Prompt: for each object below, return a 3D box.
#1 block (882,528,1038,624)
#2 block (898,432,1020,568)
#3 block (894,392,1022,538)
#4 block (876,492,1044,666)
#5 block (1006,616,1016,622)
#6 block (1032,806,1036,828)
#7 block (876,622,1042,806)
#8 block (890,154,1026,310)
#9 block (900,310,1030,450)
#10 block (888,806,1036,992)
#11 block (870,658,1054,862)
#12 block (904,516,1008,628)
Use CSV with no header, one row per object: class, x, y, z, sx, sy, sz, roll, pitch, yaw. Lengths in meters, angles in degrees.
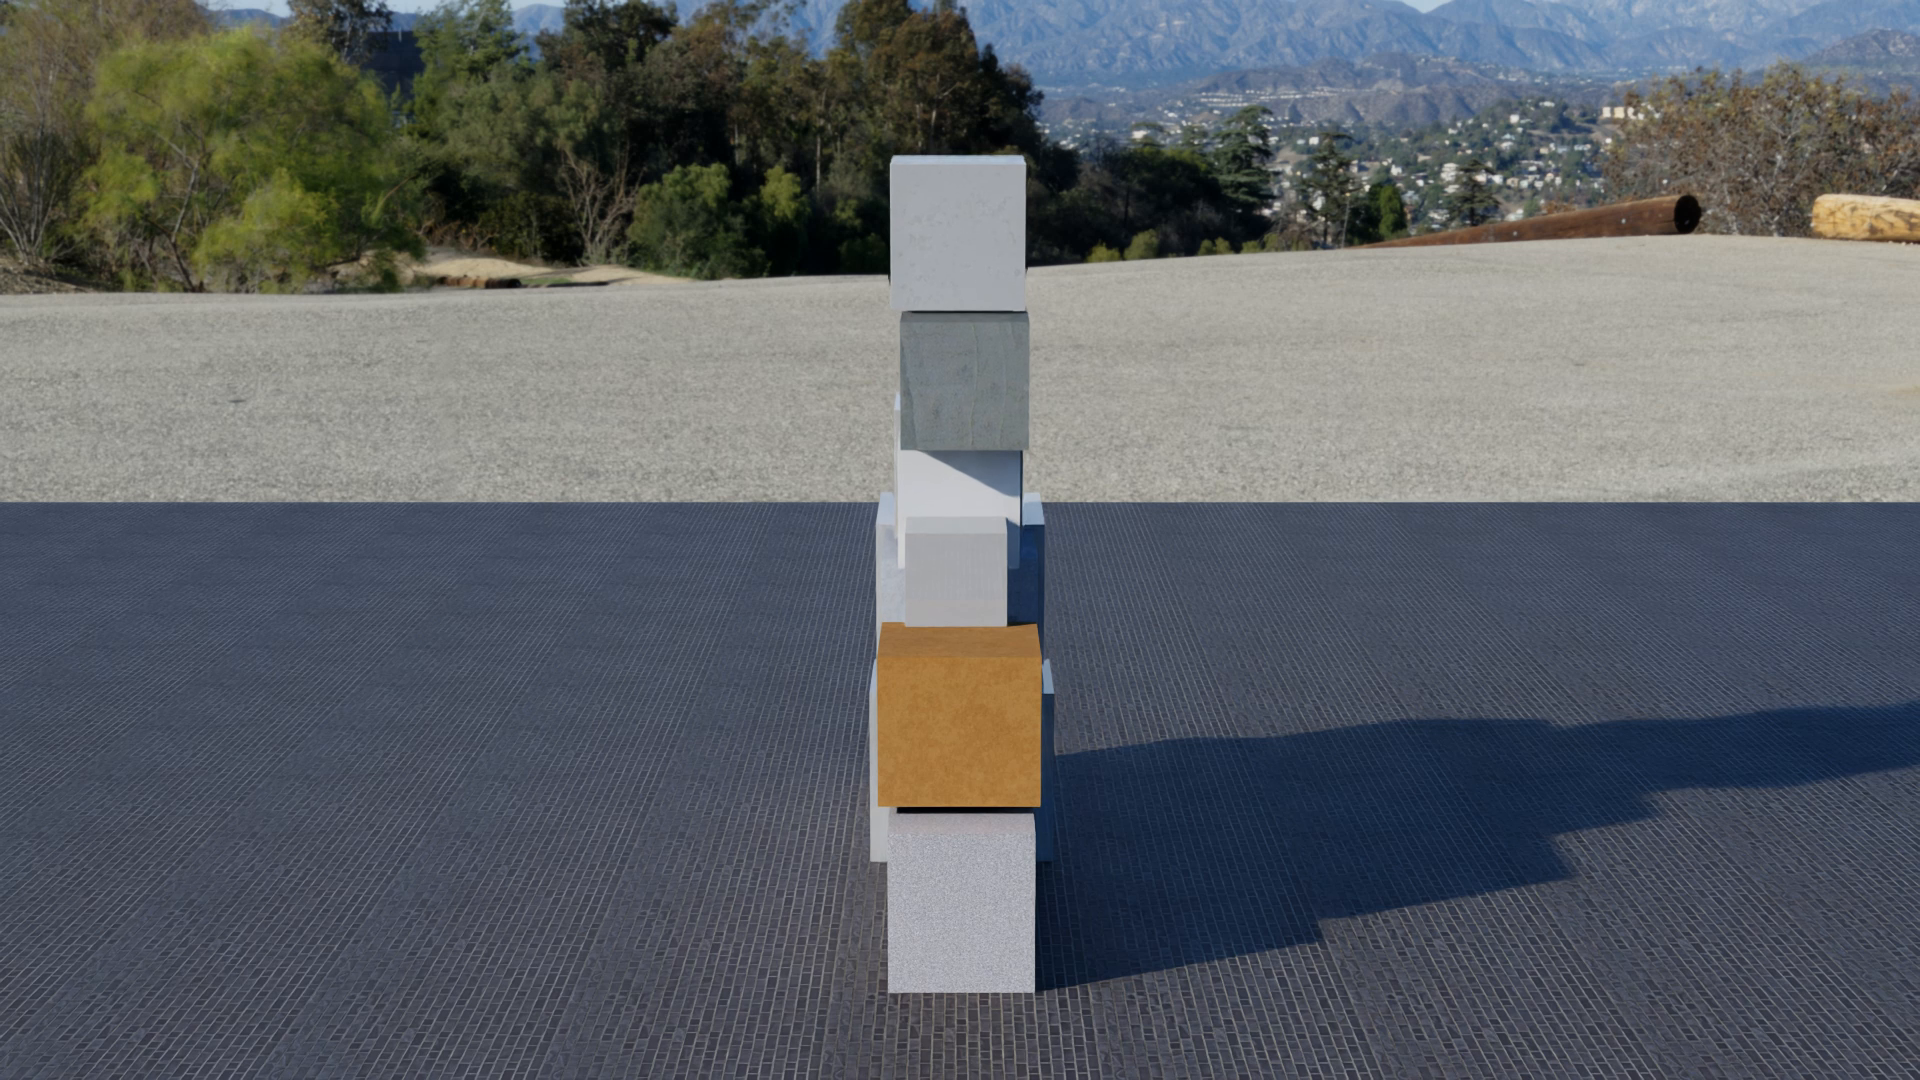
block,-0.001,0.345,11.425,0.674,0.672,0.665,0,12,0
block,-0.005,-0.201,11.058,0.513,0.544,0.539,0,12,0
block,-0.006,-0.344,11.578,0.567,0.579,0.530,0,12,0
block,0.002,0.174,12.133,0.770,0.667,0.775,0,12,0
block,0.014,0.627,10.888,0.457,0.519,0.488,0,10,0
block,0.015,1.267,10.709,0.576,0.676,0.629,0,10,0
block,-0.003,0.691,10.311,0.637,0.599,0.652,0,10,0
block,-0.008,-1.310,10.876,0.560,0.604,0.533,0,13,0
block,0.019,-0.686,10.756,0.528,0.528,0.593,0,12,0
block,0.005,1.391,10.133,0.568,0.637,0.529,0,10,0
block,0.008,1.006,11.851,0.825,0.780,0.689,0,10,0
block,-0.016,0.129,10.639,0.415,0.390,0.407,0,10,0
